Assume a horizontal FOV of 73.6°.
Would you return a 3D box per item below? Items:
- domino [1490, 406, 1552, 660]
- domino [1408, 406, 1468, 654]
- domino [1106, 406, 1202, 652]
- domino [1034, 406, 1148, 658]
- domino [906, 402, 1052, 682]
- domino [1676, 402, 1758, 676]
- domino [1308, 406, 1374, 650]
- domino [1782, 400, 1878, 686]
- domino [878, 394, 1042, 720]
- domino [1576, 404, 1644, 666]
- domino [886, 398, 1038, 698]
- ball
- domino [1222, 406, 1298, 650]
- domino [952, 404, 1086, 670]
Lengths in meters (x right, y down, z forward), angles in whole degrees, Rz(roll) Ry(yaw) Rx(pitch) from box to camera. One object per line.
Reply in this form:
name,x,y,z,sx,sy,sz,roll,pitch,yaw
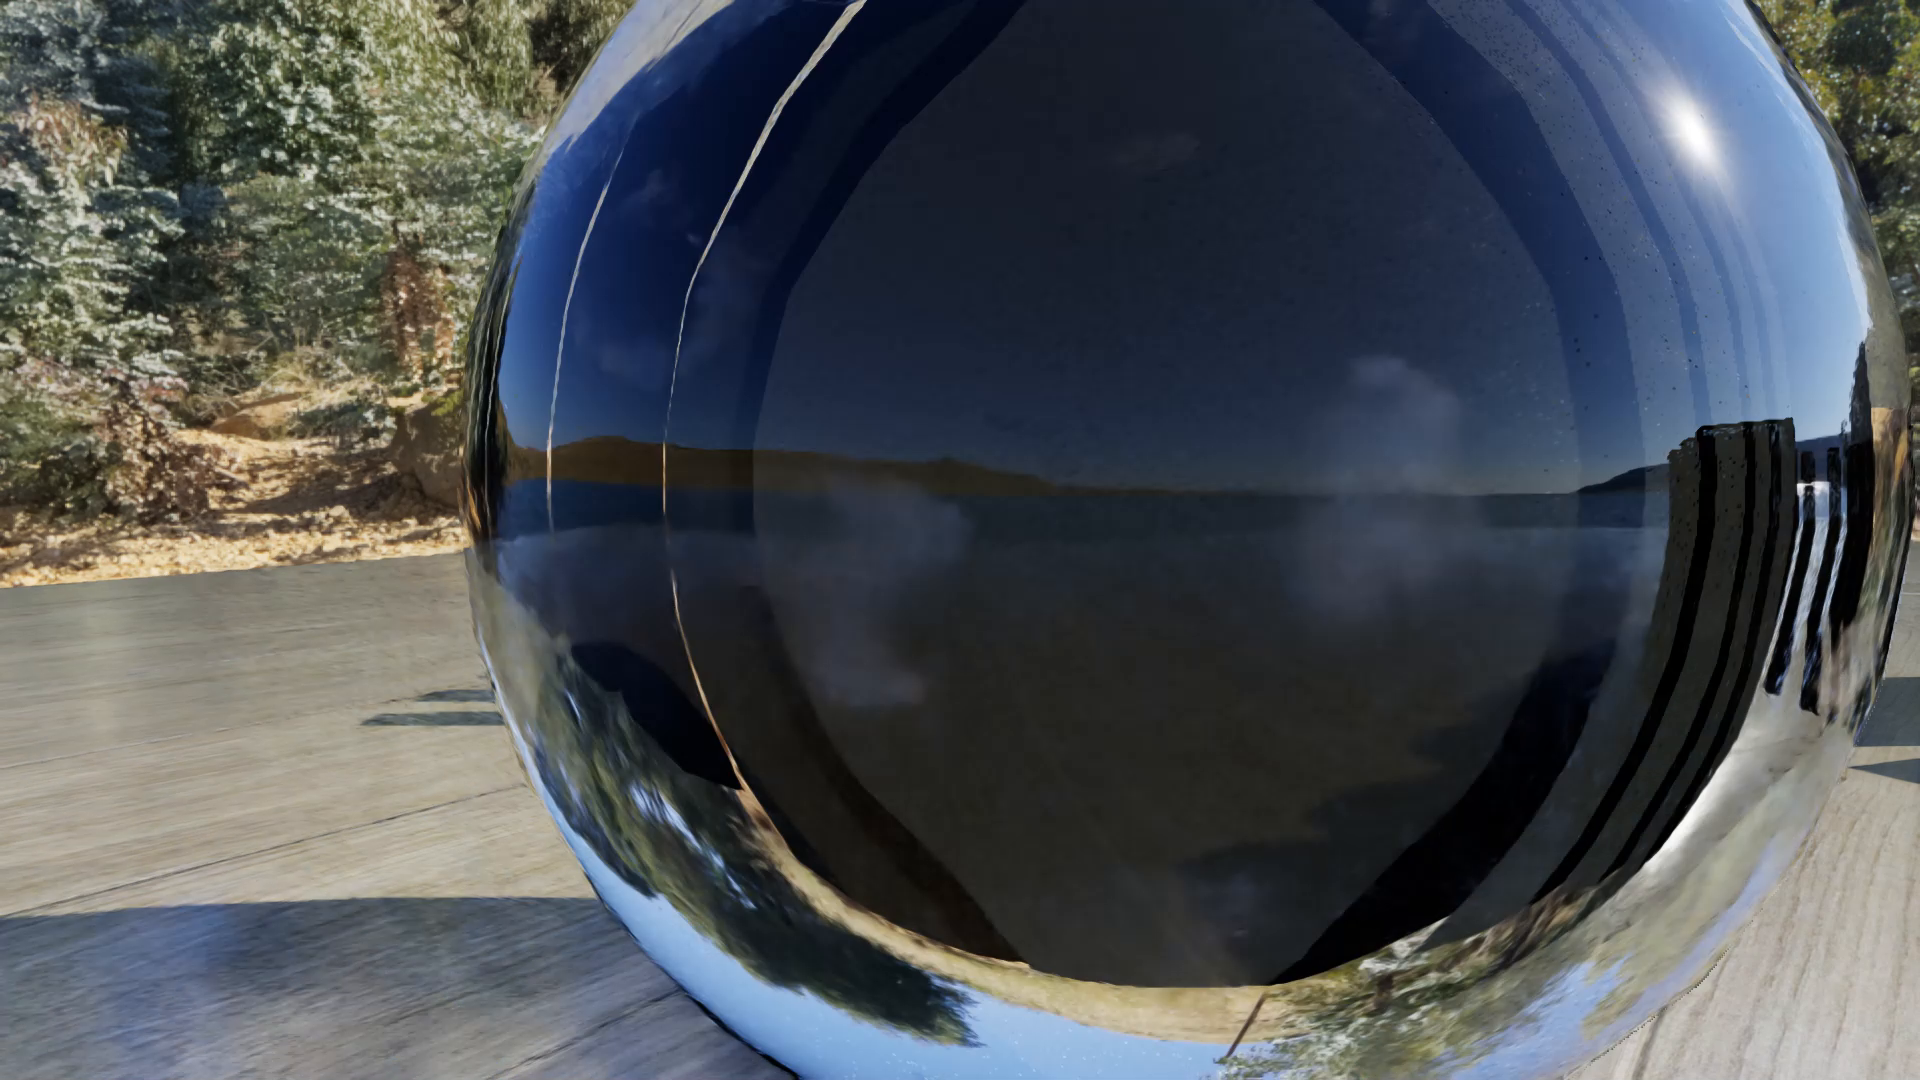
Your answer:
domino,0.116,-0.002,0.264,0.009,0.050,0.025,2,5,24
domino,0.100,-0.003,0.270,0.009,0.050,0.025,1,5,18
domino,0.041,-0.003,0.273,0.009,0.050,0.025,-1,5,-18
domino,0.027,-0.002,0.266,0.010,0.050,0.025,-3,5,-33
domino,0.003,0.000,0.237,0.025,0.050,0.010,1,5,18
domino,0.146,-0.001,0.247,0.009,0.050,0.025,3,5,36
domino,0.081,-0.003,0.275,0.010,0.050,0.025,1,4,9
domino,0.160,0.000,0.236,0.010,0.050,0.025,4,6,41
domino,0.000,0.002,0.201,0.025,0.050,0.009,0,4,0
domino,0.130,-0.002,0.257,0.009,0.050,0.025,2,5,29
domino,0.000,0.001,0.218,0.025,0.050,0.009,0,4,4
ball,0.011,-0.004,0.081,0.080,0.080,0.080,0,4,0
domino,0.064,-0.003,0.276,0.009,0.050,0.025,0,4,-1
domino,0.011,-0.001,0.251,0.025,0.050,0.010,3,5,36
